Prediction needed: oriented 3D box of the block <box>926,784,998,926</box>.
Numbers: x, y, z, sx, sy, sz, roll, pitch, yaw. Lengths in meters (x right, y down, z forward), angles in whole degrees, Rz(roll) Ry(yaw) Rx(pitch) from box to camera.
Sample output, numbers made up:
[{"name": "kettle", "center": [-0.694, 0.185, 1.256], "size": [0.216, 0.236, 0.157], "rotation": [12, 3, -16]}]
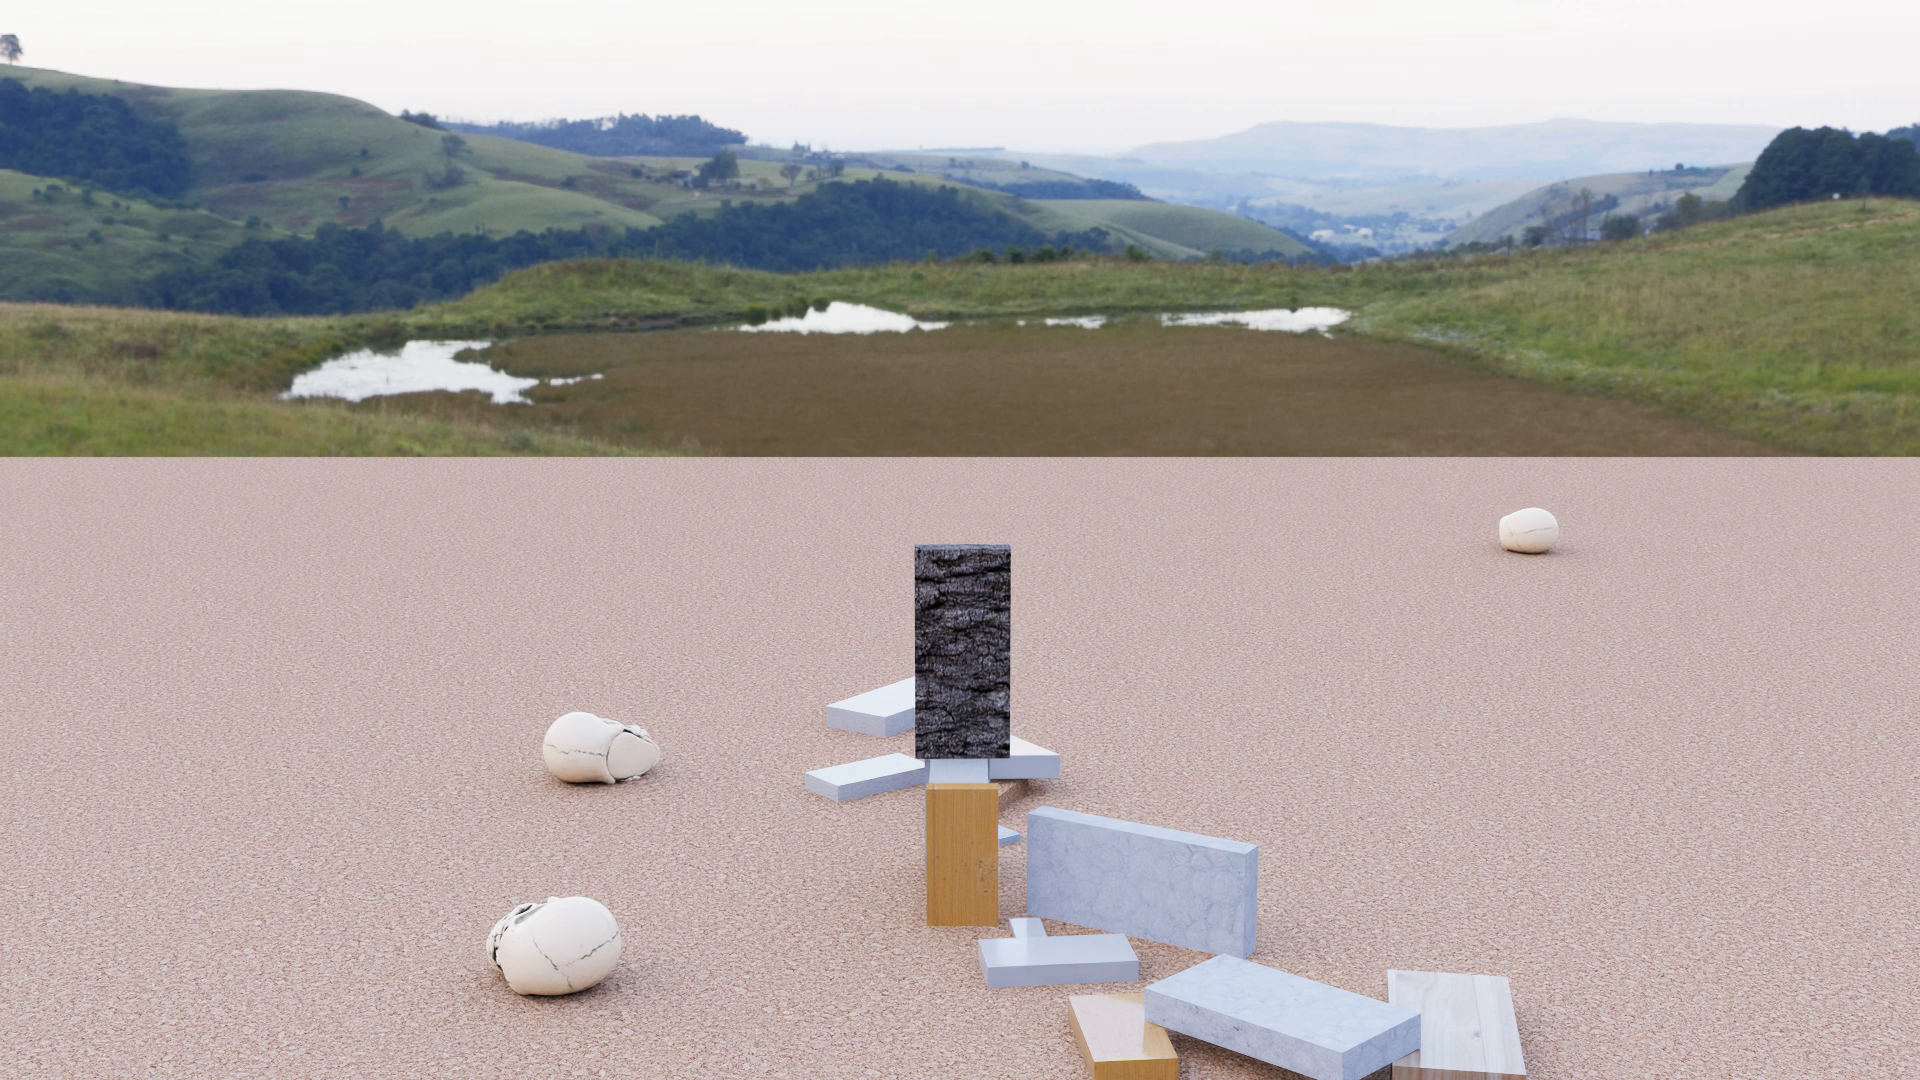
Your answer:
[{"name": "block", "center": [0.004, 0.503, 3.514], "size": [0.114, 0.228, 0.032], "rotation": [0, 11, 0]}]

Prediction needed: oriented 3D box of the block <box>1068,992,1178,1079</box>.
[{"name": "block", "center": [0.223, 0.689, 3.048], "size": [0.114, 0.032, 0.228], "rotation": [-1, 11, -6]}]

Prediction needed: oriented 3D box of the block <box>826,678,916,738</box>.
[{"name": "block", "center": [-0.128, 0.361, 4.779], "size": [0.159, 0.045, 0.318], "rotation": [7, 13, 35]}]

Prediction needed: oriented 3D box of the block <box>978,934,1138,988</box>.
[{"name": "block", "center": [0.147, 0.636, 3.331], "size": [0.228, 0.032, 0.114], "rotation": [-1, 11, -7]}]

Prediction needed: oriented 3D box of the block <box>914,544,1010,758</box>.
[{"name": "block", "center": [0.004, 0.187, 3.670], "size": [0.159, 0.357, 0.045], "rotation": [0, 10, 0]}]

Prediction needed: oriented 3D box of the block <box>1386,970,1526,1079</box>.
[{"name": "block", "center": [0.679, 0.684, 3.033], "size": [0.171, 0.048, 0.341], "rotation": [2, 11, 10]}]

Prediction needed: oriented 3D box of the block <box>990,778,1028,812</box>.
[{"name": "block", "center": [0.037, 0.483, 4.160], "size": [0.113, 0.032, 0.225], "rotation": [4, 11, 22]}]

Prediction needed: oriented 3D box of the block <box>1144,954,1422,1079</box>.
[{"name": "block", "center": [0.435, 0.649, 2.993], "size": [0.171, 0.048, 0.341], "rotation": [-12, 14, -42]}]

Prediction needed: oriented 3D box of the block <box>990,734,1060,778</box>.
[{"name": "block", "center": [0.060, 0.420, 4.330], "size": [0.159, 0.045, 0.318], "rotation": [2, 3, -21]}]

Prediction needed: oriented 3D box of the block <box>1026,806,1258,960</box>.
[{"name": "block", "center": [0.284, 0.539, 3.478], "size": [0.383, 0.171, 0.048], "rotation": [6, 12, 31]}]

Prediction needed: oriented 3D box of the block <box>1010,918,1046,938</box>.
[{"name": "block", "center": [0.108, 0.620, 3.468], "size": [0.049, 0.014, 0.097], "rotation": [-2, 11, -6]}]

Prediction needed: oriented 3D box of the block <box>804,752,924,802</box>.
[{"name": "block", "center": [-0.177, 0.461, 4.278], "size": [0.225, 0.032, 0.113], "rotation": [-8, 13, -37]}]

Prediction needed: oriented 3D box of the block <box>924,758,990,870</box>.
[{"name": "block", "center": [-0.004, 0.454, 3.786], "size": [0.113, 0.225, 0.032], "rotation": [0, 11, 0]}]

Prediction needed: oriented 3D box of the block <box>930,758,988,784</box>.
[{"name": "block", "center": [-0.002, 0.388, 3.636], "size": [0.095, 0.027, 0.191], "rotation": [0, 10, 0]}]

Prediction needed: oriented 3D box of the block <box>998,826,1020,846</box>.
[{"name": "block", "center": [0.051, 0.526, 3.974], "size": [0.049, 0.014, 0.127], "rotation": [-8, 13, -37]}]
